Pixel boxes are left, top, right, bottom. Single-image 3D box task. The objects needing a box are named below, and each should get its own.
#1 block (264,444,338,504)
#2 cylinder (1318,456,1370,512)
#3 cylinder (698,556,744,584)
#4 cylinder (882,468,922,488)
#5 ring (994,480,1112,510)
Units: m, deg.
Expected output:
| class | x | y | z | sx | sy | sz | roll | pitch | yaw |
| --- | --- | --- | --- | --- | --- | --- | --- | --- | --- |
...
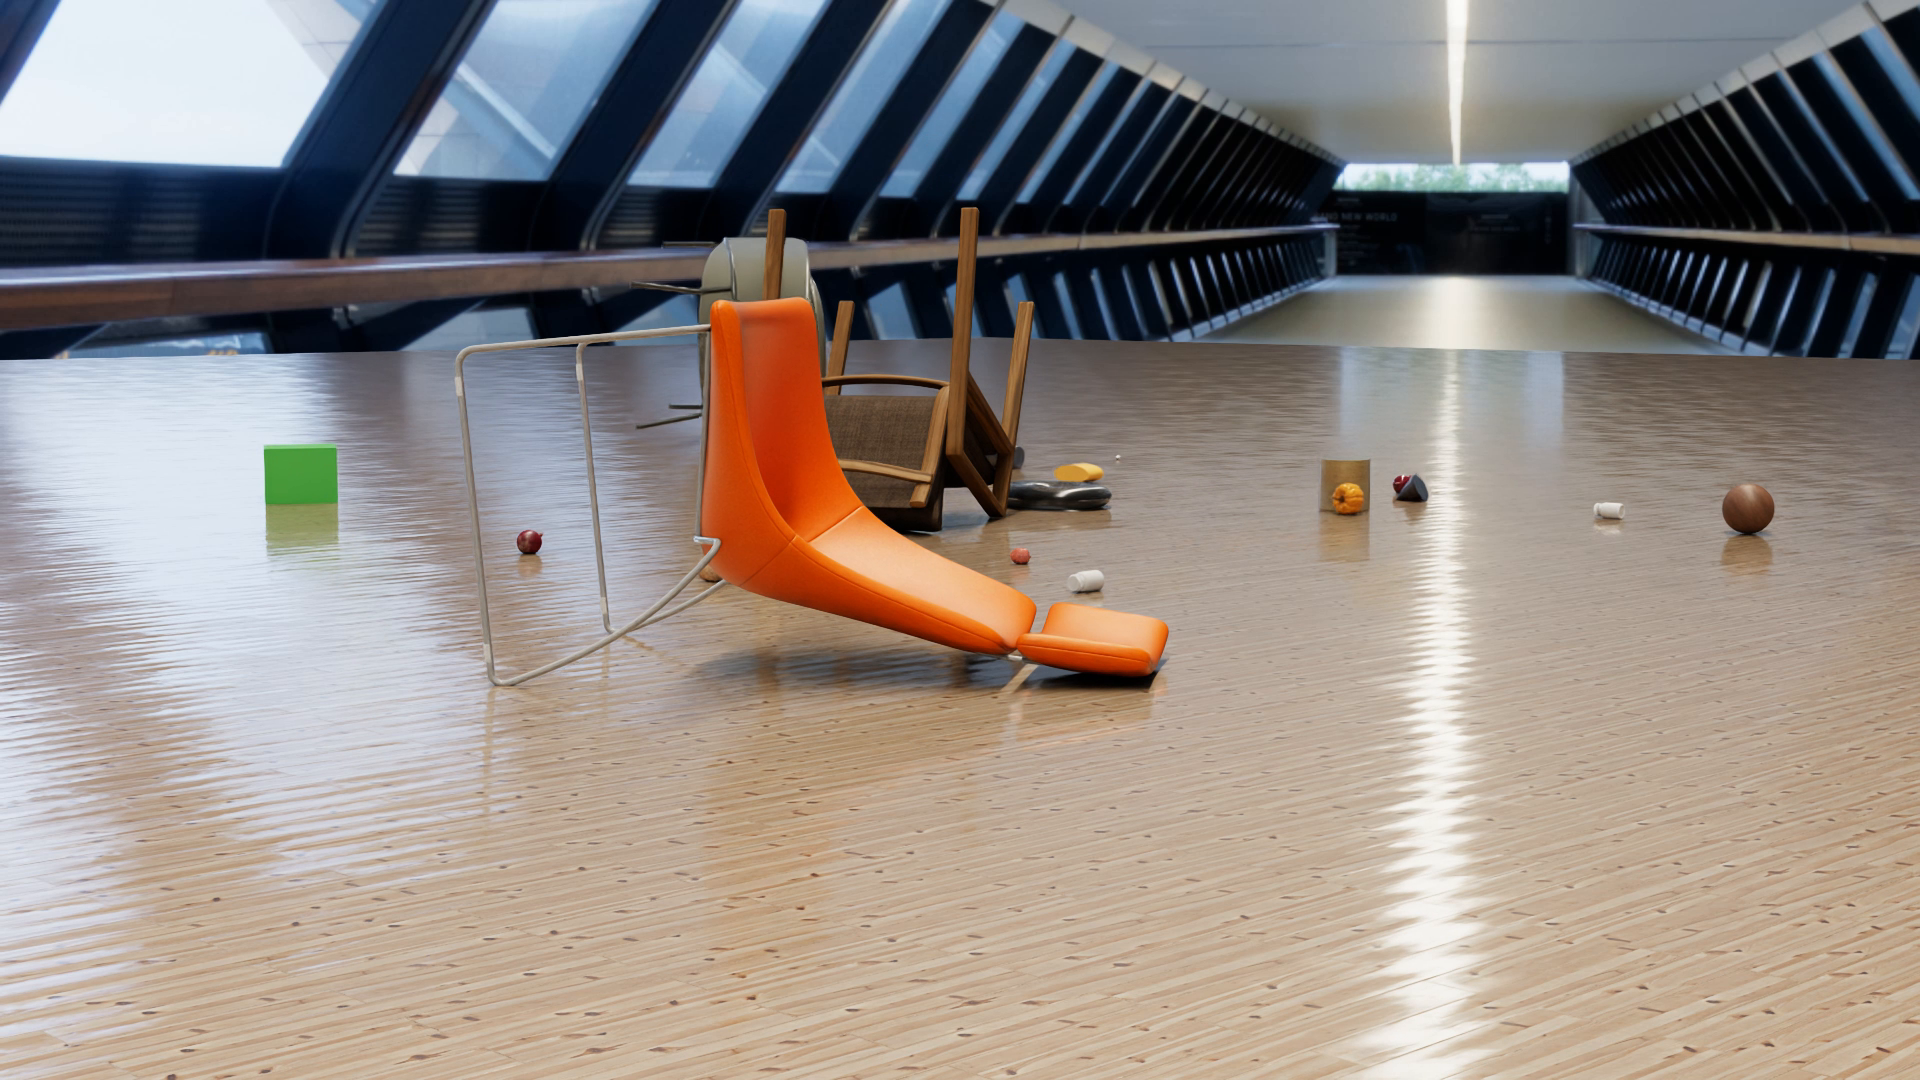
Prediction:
| class | x | y | z | sx | sy | sz | roll | pitch | yaw |
| --- | --- | --- | --- | --- | --- | --- | --- | --- | --- |
| block | -1.935 | -0.195 | 7.528 | 0.204 | 0.160 | 0.197 | -2 | 6 | -15 |
| cylinder | 1.088 | -0.160 | 7.259 | 0.143 | 0.144 | 0.205 | 0 | 6 | 4 |
| cylinder | -0.518 | 0.063 | 5.536 | 0.084 | 0.054 | 0.058 | 5 | 29 | 40 |
| cylinder | -0.181 | -0.190 | 7.944 | 0.116 | 0.058 | 0.111 | -1 | -10 | -5 |
| ring | 0.267 | -0.129 | 7.355 | 0.314 | 0.066 | 0.389 | -3 | 6 | -31 |
